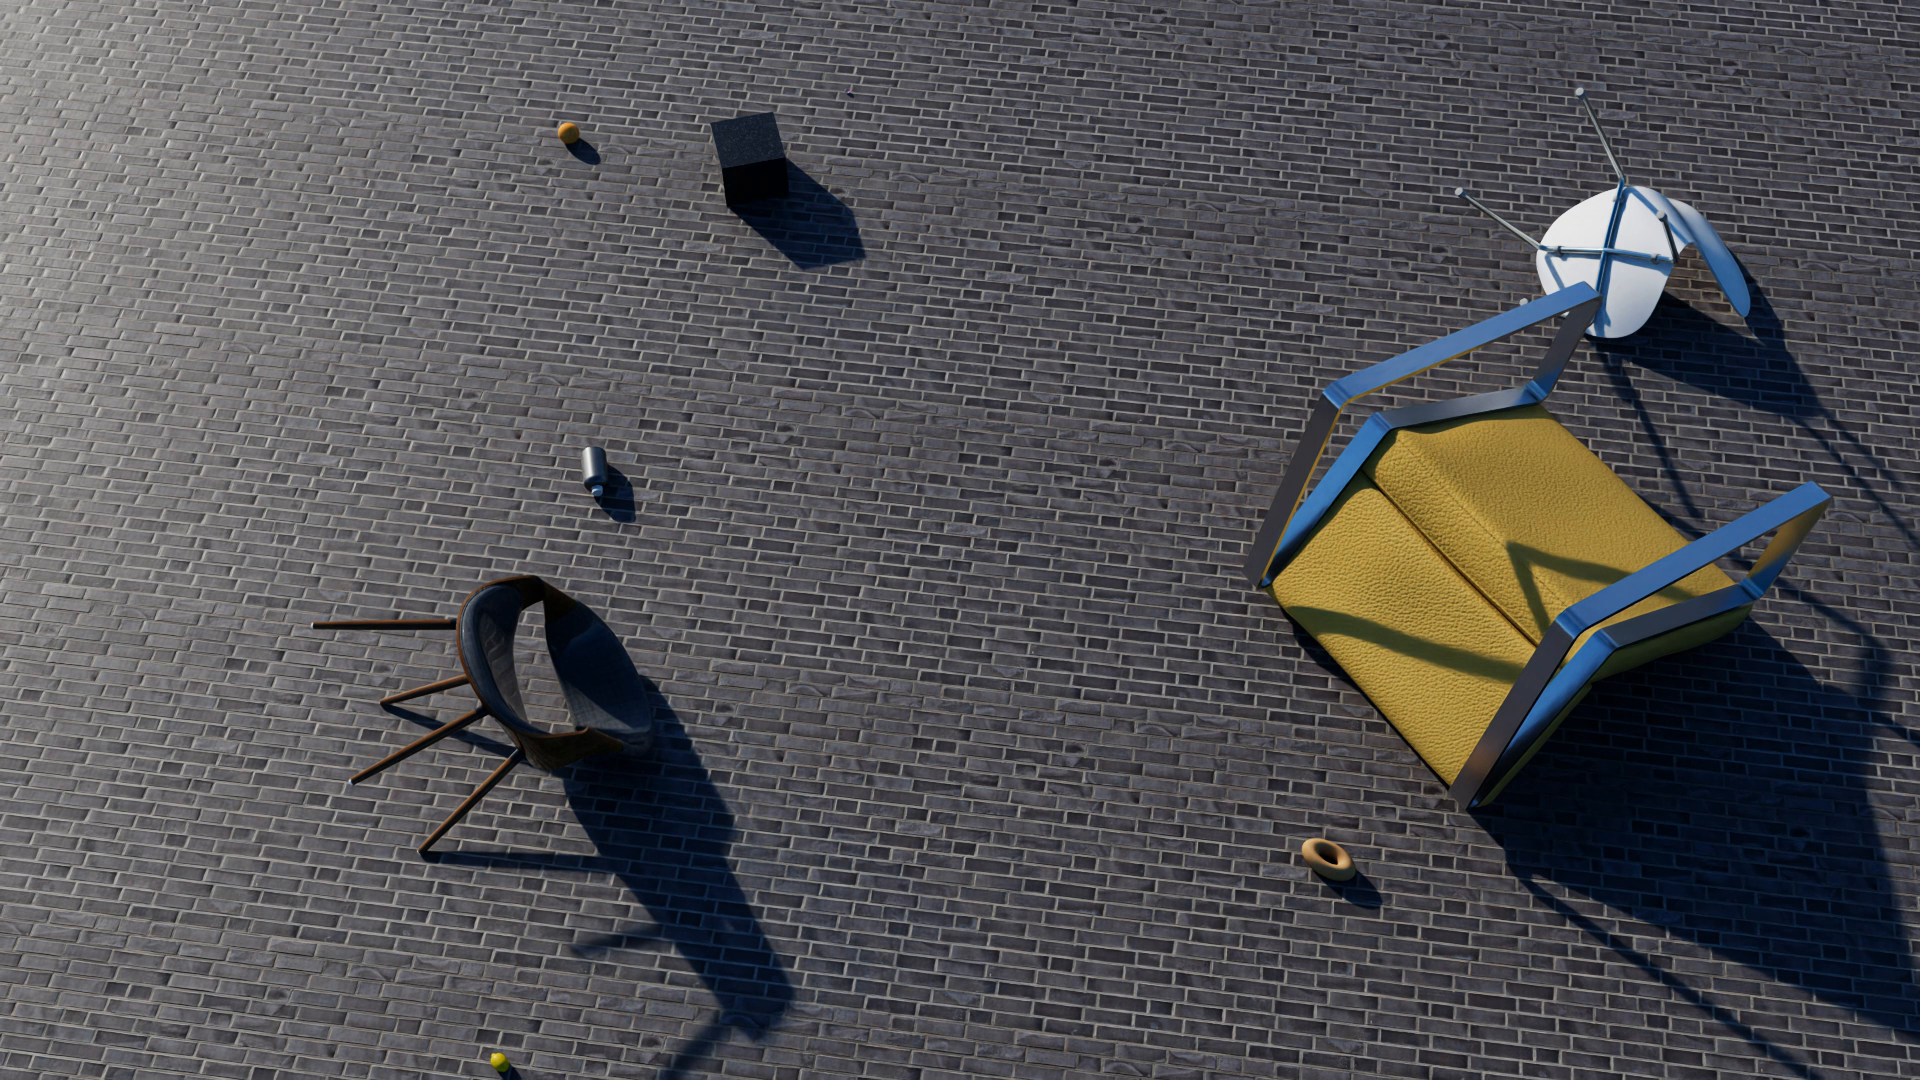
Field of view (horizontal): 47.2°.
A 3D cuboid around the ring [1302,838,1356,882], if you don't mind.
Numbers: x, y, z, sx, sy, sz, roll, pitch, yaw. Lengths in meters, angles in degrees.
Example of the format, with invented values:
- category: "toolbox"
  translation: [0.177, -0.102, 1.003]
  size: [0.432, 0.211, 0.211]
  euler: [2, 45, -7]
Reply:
- category: "ring"
  translation: [0.999, 0.866, 5.957]
  size: [0.161, 0.060, 0.091]
  euler: [31, 59, 17]

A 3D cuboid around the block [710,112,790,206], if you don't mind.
- category: "block"
  translation: [-0.699, -1.267, 7.315]
  size: [0.213, 0.181, 0.212]
  euler: [-12, 57, -8]
